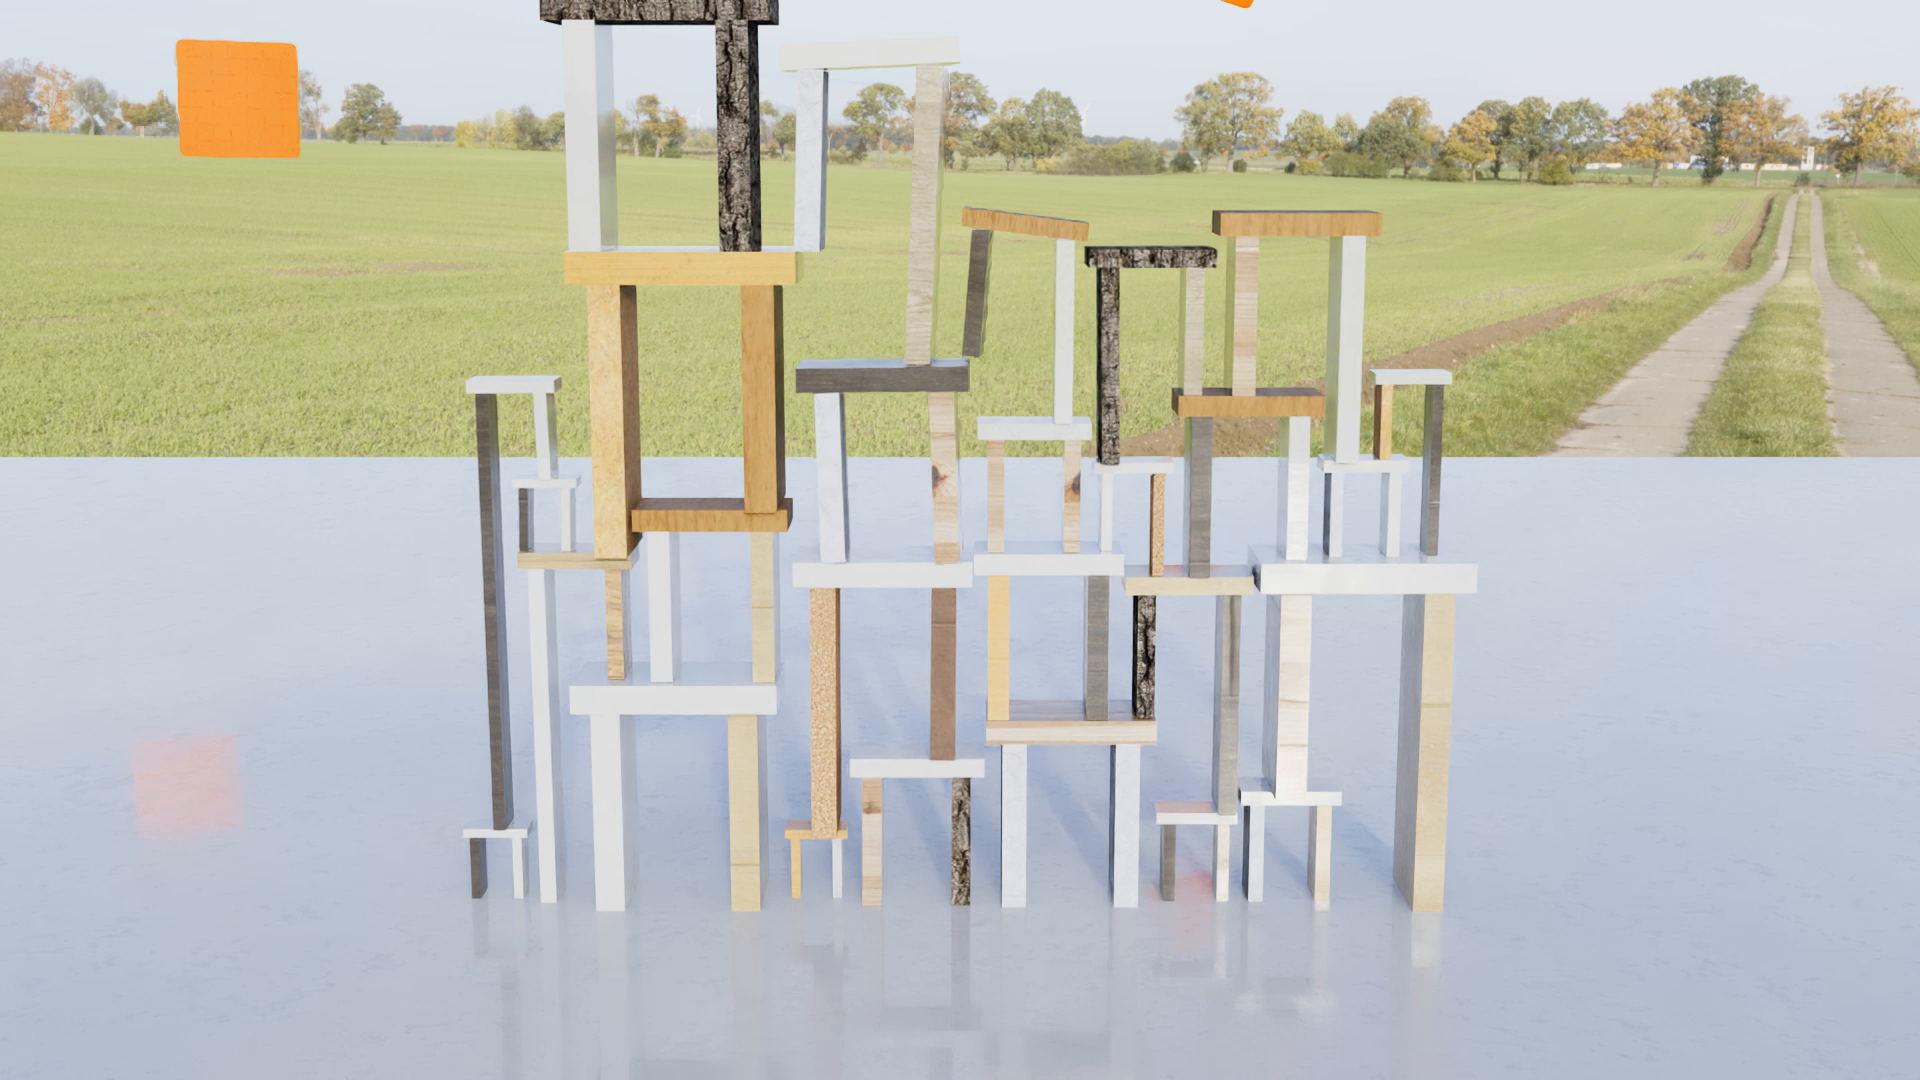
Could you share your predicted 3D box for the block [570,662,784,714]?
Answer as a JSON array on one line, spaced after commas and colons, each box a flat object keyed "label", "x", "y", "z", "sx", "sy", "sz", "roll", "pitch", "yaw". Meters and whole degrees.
[{"label": "block", "x": -0.459, "y": 0.242, "z": 3.603, "sx": 0.331, "sy": 0.047, "sz": 0.166, "roll": 0, "pitch": 11, "yaw": 0}]

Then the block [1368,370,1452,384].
[{"label": "block", "x": 0.719, "y": -0.261, "z": 3.513, "sx": 0.121, "sy": 0.017, "sz": 0.060, "roll": 0, "pitch": 11, "yaw": 0}]

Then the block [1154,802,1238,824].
[{"label": "block", "x": 0.389, "y": 0.451, "z": 3.640, "sx": 0.132, "sy": 0.019, "sz": 0.066, "roll": 0, "pitch": 11, "yaw": 0}]

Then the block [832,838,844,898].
[{"label": "block", "x": -0.203, "y": 0.539, "z": 3.664, "sx": 0.015, "sy": 0.103, "sz": 0.051, "roll": 0, "pitch": 11, "yaw": 0}]

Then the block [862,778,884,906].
[{"label": "block", "x": -0.144, "y": 0.483, "z": 3.646, "sx": 0.031, "sy": 0.219, "sz": 0.109, "roll": 0, "pitch": 11, "yaw": 0}]

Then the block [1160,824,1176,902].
[{"label": "block", "x": 0.345, "y": 0.526, "z": 3.654, "sx": 0.019, "sy": 0.132, "sz": 0.066, "roll": 0, "pitch": 11, "yaw": 0}]

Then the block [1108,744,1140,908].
[{"label": "block", "x": 0.272, "y": 0.454, "z": 3.648, "sx": 0.039, "sy": 0.275, "sz": 0.138, "roll": 0, "pitch": 11, "yaw": 0}]

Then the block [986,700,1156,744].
[{"label": "block", "x": 0.180, "y": 0.299, "z": 3.619, "sx": 0.275, "sy": 0.039, "sz": 0.138, "roll": 0, "pitch": 11, "yaw": 0}]

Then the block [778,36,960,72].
[{"label": "block", "x": -0.138, "y": -0.754, "z": 3.416, "sx": 0.275, "sy": 0.039, "sz": 0.138, "roll": -3, "pitch": 10, "yaw": 1}]

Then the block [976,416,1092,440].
[{"label": "block", "x": 0.118, "y": -0.179, "z": 3.527, "sx": 0.182, "sy": 0.026, "sz": 0.091, "roll": 0, "pitch": 11, "yaw": 0}]

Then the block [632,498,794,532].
[{"label": "block", "x": -0.398, "y": -0.041, "z": 3.550, "sx": 0.247, "sy": 0.035, "sz": 0.123, "roll": 0, "pitch": 11, "yaw": 0}]

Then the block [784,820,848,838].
[{"label": "block", "x": -0.237, "y": 0.481, "z": 3.653, "sx": 0.103, "sy": 0.015, "sz": 0.051, "roll": 0, "pitch": 11, "yaw": 0}]

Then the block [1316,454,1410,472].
[{"label": "block", "x": 0.648, "y": -0.124, "z": 3.535, "sx": 0.138, "sy": 0.020, "sz": 0.069, "roll": 0, "pitch": 11, "yaw": 0}]

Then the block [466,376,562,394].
[{"label": "block", "x": -0.712, "y": -0.249, "z": 3.516, "sx": 0.140, "sy": 0.020, "sz": 0.070, "roll": 0, "pitch": 10, "yaw": 1}]

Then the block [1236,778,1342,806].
[{"label": "block", "x": 0.543, "y": 0.416, "z": 3.640, "sx": 0.165, "sy": 0.023, "sz": 0.082, "roll": 0, "pitch": 11, "yaw": 0}]

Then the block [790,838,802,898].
[{"label": "block", "x": -0.272, "y": 0.539, "z": 3.664, "sx": 0.015, "sy": 0.103, "sz": 0.051, "roll": 0, "pitch": 11, "yaw": 0}]

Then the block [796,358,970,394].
[{"label": "block", "x": -0.120, "y": -0.263, "z": 3.500, "sx": 0.271, "sy": 0.038, "sz": 0.135, "roll": -1, "pitch": 11, "yaw": 1}]

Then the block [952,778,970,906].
[{"label": "block", "x": 0.001, "y": 0.483, "z": 3.645, "sx": 0.031, "sy": 0.219, "sz": 0.109, "roll": 0, "pitch": 11, "yaw": 0}]

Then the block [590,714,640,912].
[{"label": "block", "x": -0.570, "y": 0.427, "z": 3.637, "sx": 0.047, "sy": 0.331, "sz": 0.166, "roll": 0, "pitch": 11, "yaw": 0}]

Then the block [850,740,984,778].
[{"label": "block", "x": -0.070, "y": 0.360, "z": 3.620, "sx": 0.219, "sy": 0.031, "sz": 0.109, "roll": 0, "pitch": 11, "yaw": 0}]

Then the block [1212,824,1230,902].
[{"label": "block", "x": 0.433, "y": 0.526, "z": 3.654, "sx": 0.019, "sy": 0.132, "sz": 0.066, "roll": 0, "pitch": 11, "yaw": 0}]

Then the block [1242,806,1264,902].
[{"label": "block", "x": 0.488, "y": 0.508, "z": 3.657, "sx": 0.023, "sy": 0.165, "sz": 0.082, "roll": 0, "pitch": 11, "yaw": 0}]

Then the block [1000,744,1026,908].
[{"label": "block", "x": 0.088, "y": 0.454, "z": 3.648, "sx": 0.039, "sy": 0.275, "sz": 0.138, "roll": 0, "pitch": 11, "yaw": 0}]

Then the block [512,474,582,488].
[{"label": "block", "x": -0.665, "y": -0.095, "z": 3.545, "sx": 0.102, "sy": 0.014, "sz": 0.051, "roll": 0, "pitch": 10, "yaw": 0}]

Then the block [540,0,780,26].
[{"label": "block", "x": -0.462, "y": -0.827, "z": 3.409, "sx": 0.348, "sy": 0.049, "sz": 0.174, "roll": 0, "pitch": 11, "yaw": 0}]

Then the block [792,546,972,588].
[{"label": "block", "x": -0.122, "y": 0.042, "z": 3.567, "sx": 0.286, "sy": 0.041, "sz": 0.143, "roll": 0, "pitch": 11, "yaw": 1}]

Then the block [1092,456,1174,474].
[{"label": "block", "x": 0.278, "y": -0.120, "z": 3.534, "sx": 0.126, "sy": 0.018, "sz": 0.063, "roll": 0, "pitch": 11, "yaw": 0}]

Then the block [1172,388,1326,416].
[{"label": "block", "x": 0.459, "y": -0.221, "z": 3.516, "sx": 0.230, "sy": 0.033, "sz": 0.115, "roll": 0, "pitch": 11, "yaw": 0}]

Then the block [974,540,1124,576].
[{"label": "block", "x": 0.142, "y": 0.029, "z": 3.563, "sx": 0.239, "sy": 0.034, "sz": 0.120, "roll": 0, "pitch": 11, "yaw": 0}]

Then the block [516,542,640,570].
[{"label": "block", "x": -0.618, "y": 0.025, "z": 3.566, "sx": 0.183, "sy": 0.026, "sz": 0.091, "roll": 0, "pitch": 11, "yaw": 0}]

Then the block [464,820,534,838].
[{"label": "block", "x": -0.766, "y": 0.479, "z": 3.650, "sx": 0.105, "sy": 0.015, "sz": 0.053, "roll": 0, "pitch": 11, "yaw": 0}]

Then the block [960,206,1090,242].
[{"label": "block", "x": 0.104, "y": -0.499, "z": 3.468, "sx": 0.198, "sy": 0.028, "sz": 0.099, "roll": 7, "pitch": 10, "yaw": 2}]

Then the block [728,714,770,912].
[{"label": "block", "x": -0.349, "y": 0.427, "z": 3.637, "sx": 0.047, "sy": 0.331, "sz": 0.166, "roll": 0, "pitch": 11, "yaw": 0}]

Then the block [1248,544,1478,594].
[{"label": "block", "x": 0.647, "y": 0.046, "z": 3.563, "sx": 0.342, "sy": 0.048, "sz": 0.171, "roll": 0, "pitch": 11, "yaw": 0}]

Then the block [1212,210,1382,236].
[{"label": "block", "x": 0.529, "y": -0.500, "z": 3.468, "sx": 0.249, "sy": 0.035, "sz": 0.125, "roll": 0, "pitch": 11, "yaw": 0}]

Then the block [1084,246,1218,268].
[{"label": "block", "x": 0.299, "y": -0.447, "z": 3.469, "sx": 0.200, "sy": 0.028, "sz": 0.100, "roll": 0, "pitch": 11, "yaw": -2}]

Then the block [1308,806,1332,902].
[{"label": "block", "x": 0.597, "y": 0.508, "z": 3.657, "sx": 0.023, "sy": 0.165, "sz": 0.082, "roll": 0, "pitch": 11, "yaw": 0}]

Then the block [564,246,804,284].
[{"label": "block", "x": -0.433, "y": -0.435, "z": 3.483, "sx": 0.357, "sy": 0.051, "sz": 0.179, "roll": 0, "pitch": 11, "yaw": 0}]

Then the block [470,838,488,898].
[{"label": "block", "x": -0.801, "y": 0.538, "z": 3.661, "sx": 0.015, "sy": 0.105, "sz": 0.053, "roll": 0, "pitch": 11, "yaw": 0}]

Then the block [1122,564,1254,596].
[{"label": "block", "x": 0.368, "y": 0.064, "z": 3.574, "sx": 0.205, "sy": 0.029, "sz": 0.103, "roll": 0, "pitch": 11, "yaw": 0}]
